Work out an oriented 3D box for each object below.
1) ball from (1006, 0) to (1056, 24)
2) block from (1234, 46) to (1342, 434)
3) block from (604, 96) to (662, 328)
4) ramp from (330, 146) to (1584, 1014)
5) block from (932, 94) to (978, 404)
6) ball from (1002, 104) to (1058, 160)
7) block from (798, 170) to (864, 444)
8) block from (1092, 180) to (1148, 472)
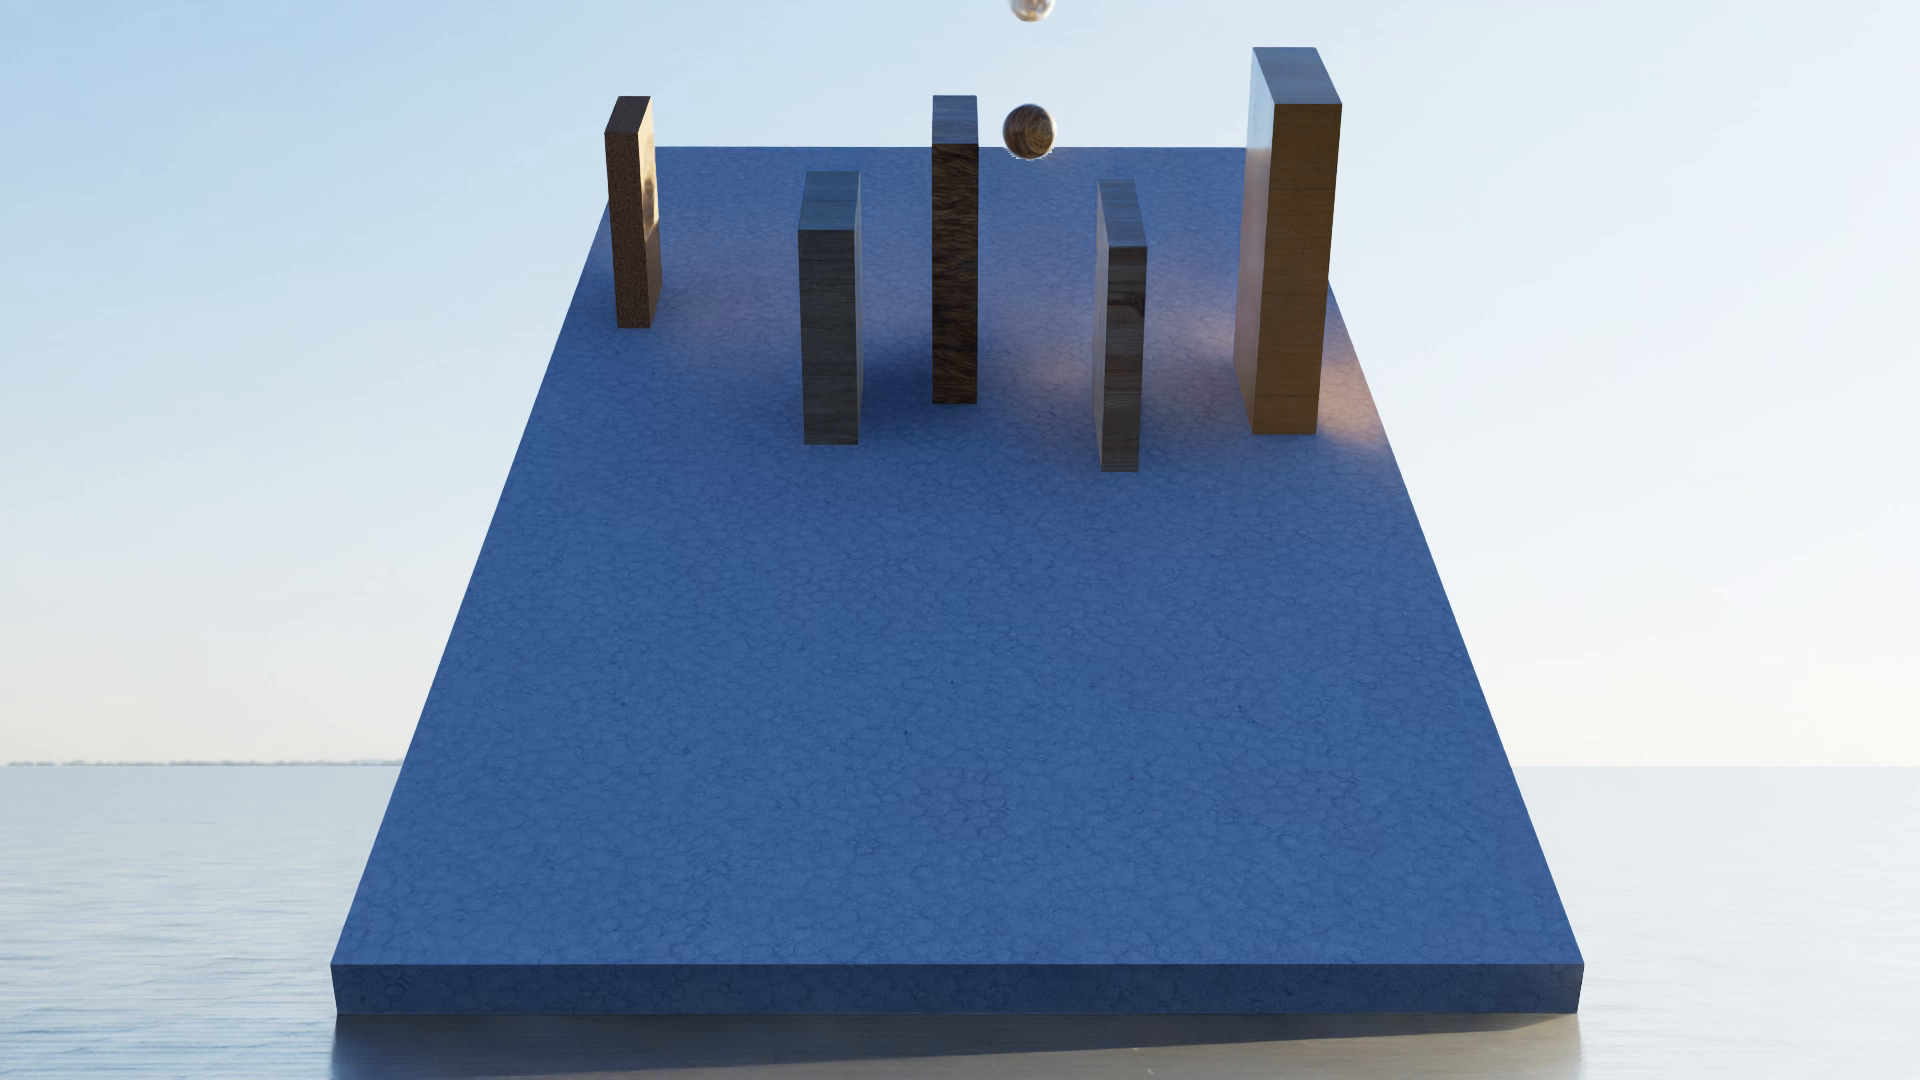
[{"bbox_3d":[0.218,-1.656,7.297,0.150,0.150,0.150,0,-5,0],"label":"ball"},{"bbox_3d":[0.751,-0.694,5.534,0.147,0.791,0.426,0,28,0],"label":"block"},{"bbox_3d":[-0.829,-0.836,6.081,0.083,0.517,0.291,0,28,0],"label":"block"},{"bbox_3d":[-0.011,-0.222,5.591,2.000,0.100,4.000,0,28,0],"label":"ramp"},{"bbox_3d":[-0.012,-0.692,5.682,0.106,0.644,0.356,0,28,0],"label":"block"},{"bbox_3d":[0.210,-1.234,7.205,0.166,0.166,0.166,0,-5,0],"label":"ball"},{"bbox_3d":[-0.295,-0.540,5.523,0.123,0.523,0.384,0,28,0],"label":"block"},{"bbox_3d":[0.358,-0.491,5.419,0.082,0.538,0.424,0,28,0],"label":"block"}]
